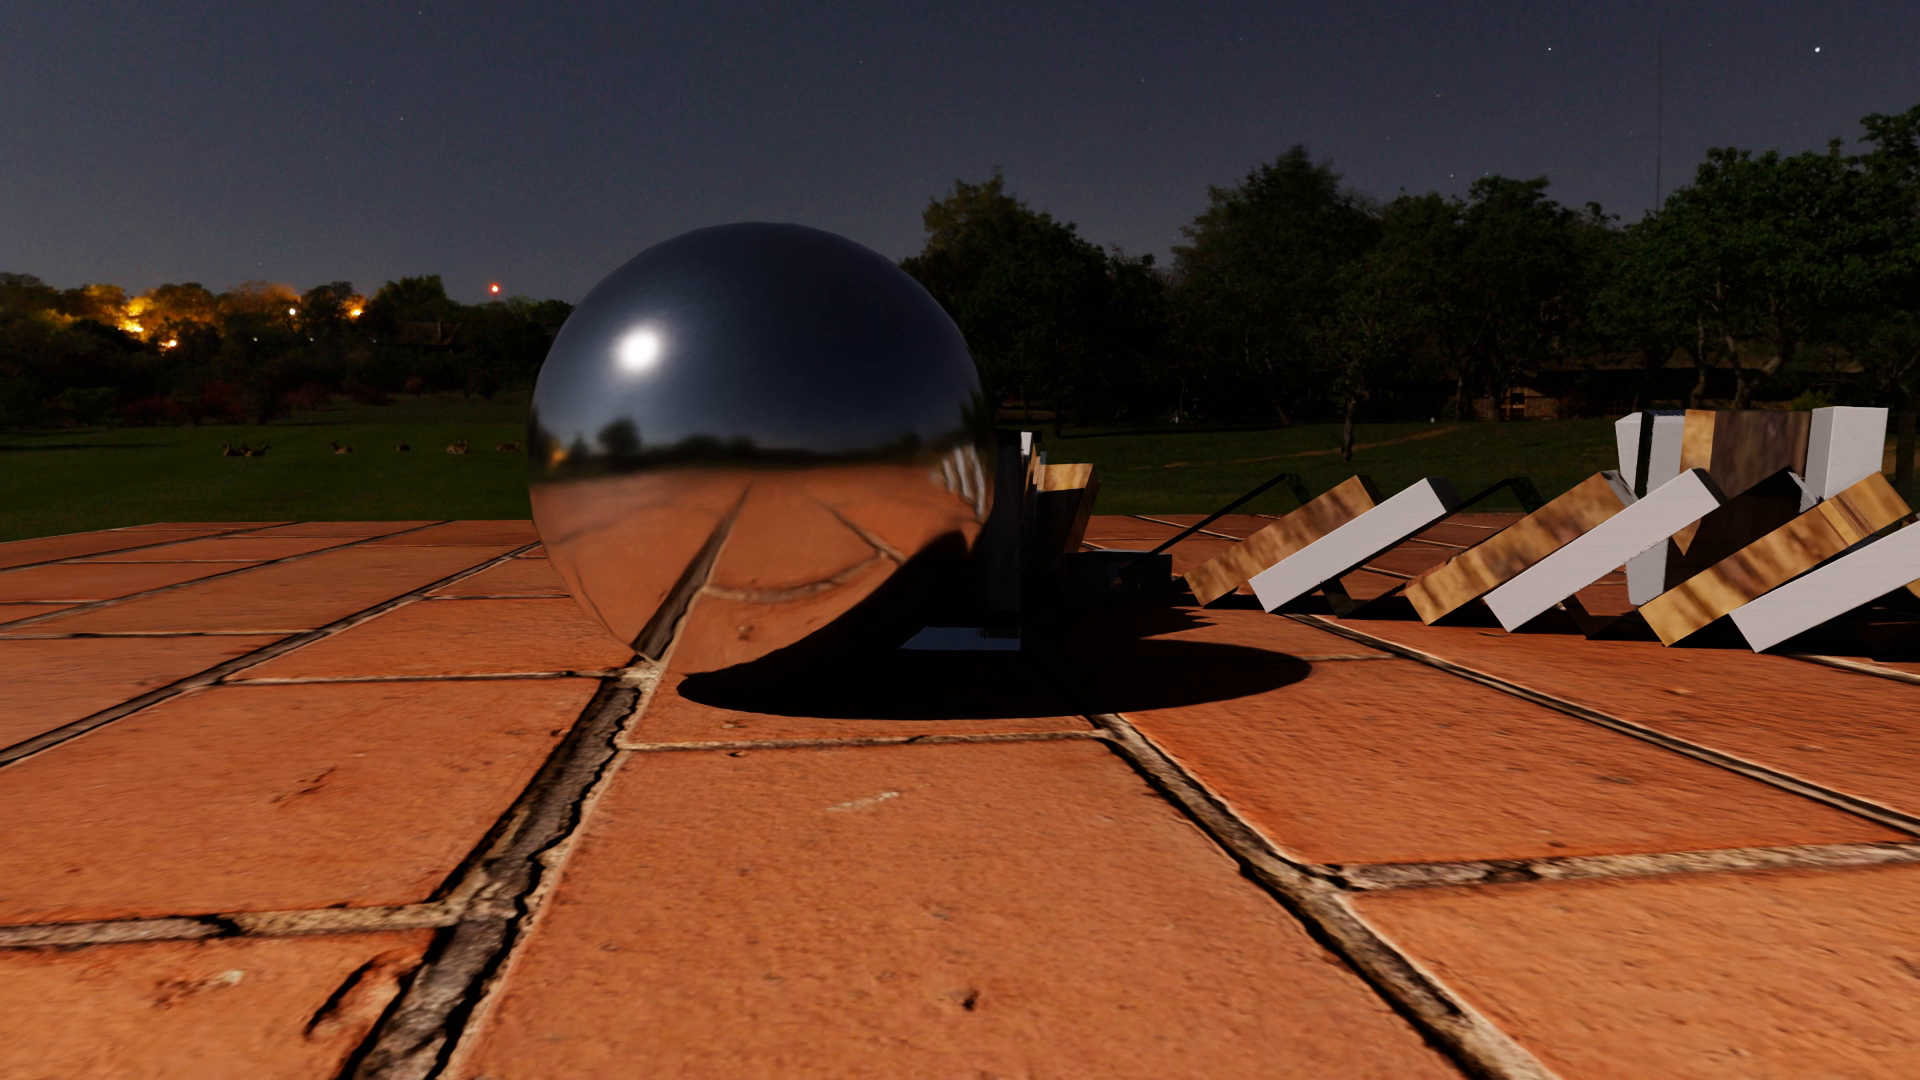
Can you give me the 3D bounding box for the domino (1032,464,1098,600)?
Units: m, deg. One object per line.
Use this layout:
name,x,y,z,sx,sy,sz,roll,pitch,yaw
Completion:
domino,0.022,-0.003,0.364,0.025,0.009,0.050,0,38,21

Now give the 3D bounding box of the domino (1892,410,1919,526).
domino,0.216,-0.003,0.280,0.010,0.050,0.025,0,4,6

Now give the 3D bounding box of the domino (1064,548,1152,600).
domino,0.043,0.010,0.378,0.025,0.010,0.050,3,5,32

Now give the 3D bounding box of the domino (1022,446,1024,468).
domino,0.001,-0.005,0.324,0.025,0.050,0.010,1,-33,10

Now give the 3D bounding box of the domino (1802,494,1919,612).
domino,0.244,0.001,0.347,0.025,0.010,0.050,-2,31,-28

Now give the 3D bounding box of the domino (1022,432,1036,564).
domino,0.005,-0.005,0.336,0.025,0.050,0.009,1,-33,12

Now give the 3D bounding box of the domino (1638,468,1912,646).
domino,0.169,0.004,0.268,0.050,0.009,0.025,-40,-19,30

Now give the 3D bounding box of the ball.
ball,-0.033,-0.014,0.222,0.080,0.080,0.080,0,4,0

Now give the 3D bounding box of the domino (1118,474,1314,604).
domino,0.068,-0.001,0.340,0.050,0.009,0.025,-33,-10,21

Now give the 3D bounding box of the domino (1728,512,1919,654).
domino,0.184,0.005,0.259,0.050,0.009,0.025,-37,-17,31

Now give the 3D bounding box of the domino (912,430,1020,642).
domino,0.001,-0.002,0.287,0.025,0.050,0.009,0,-33,3

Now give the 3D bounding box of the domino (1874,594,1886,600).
domino,0.231,0.010,0.368,0.025,0.009,0.050,-2,5,-27

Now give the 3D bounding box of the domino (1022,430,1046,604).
domino,0.009,-0.007,0.347,0.025,0.050,0.009,0,-33,12

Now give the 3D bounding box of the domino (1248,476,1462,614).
domino,0.100,0.001,0.322,0.050,0.010,0.025,-34,-14,29

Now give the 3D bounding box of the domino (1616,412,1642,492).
domino,0.188,-0.008,0.333,0.009,0.050,0.025,-21,15,-33

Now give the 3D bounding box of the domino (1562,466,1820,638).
domino,0.158,0.003,0.278,0.050,0.009,0.025,-40,-19,30

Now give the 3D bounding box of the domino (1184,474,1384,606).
domino,0.085,0.000,0.333,0.050,0.009,0.025,-33,-11,22

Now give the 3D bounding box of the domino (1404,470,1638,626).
domino,0.131,0.002,0.299,0.050,0.009,0.025,-39,-18,31

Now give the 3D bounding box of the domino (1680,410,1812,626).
domino,0.182,-0.005,0.301,0.025,0.050,0.009,-1,9,-9

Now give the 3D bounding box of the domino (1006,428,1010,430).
domino,-0.001,-0.004,0.312,0.025,0.050,0.010,-1,-33,9

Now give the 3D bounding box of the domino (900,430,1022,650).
domino,0.001,-0.001,0.275,0.025,0.050,0.010,0,-33,3

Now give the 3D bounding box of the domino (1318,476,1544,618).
domino,0.115,0.002,0.311,0.050,0.009,0.025,-35,-16,31

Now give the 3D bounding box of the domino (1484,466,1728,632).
domino,0.145,0.002,0.288,0.050,0.009,0.025,-40,-19,30

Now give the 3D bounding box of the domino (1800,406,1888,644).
domino,0.194,-0.004,0.284,0.009,0.050,0.025,5,6,24

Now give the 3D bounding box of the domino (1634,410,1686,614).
domino,0.181,-0.007,0.317,0.025,0.050,0.010,1,15,11

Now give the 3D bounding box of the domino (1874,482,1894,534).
domino,0.258,0.001,0.332,0.025,0.010,0.050,3,31,-20

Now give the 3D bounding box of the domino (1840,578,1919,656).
domino,0.201,0.006,0.252,0.050,0.010,0.025,-34,-15,26
